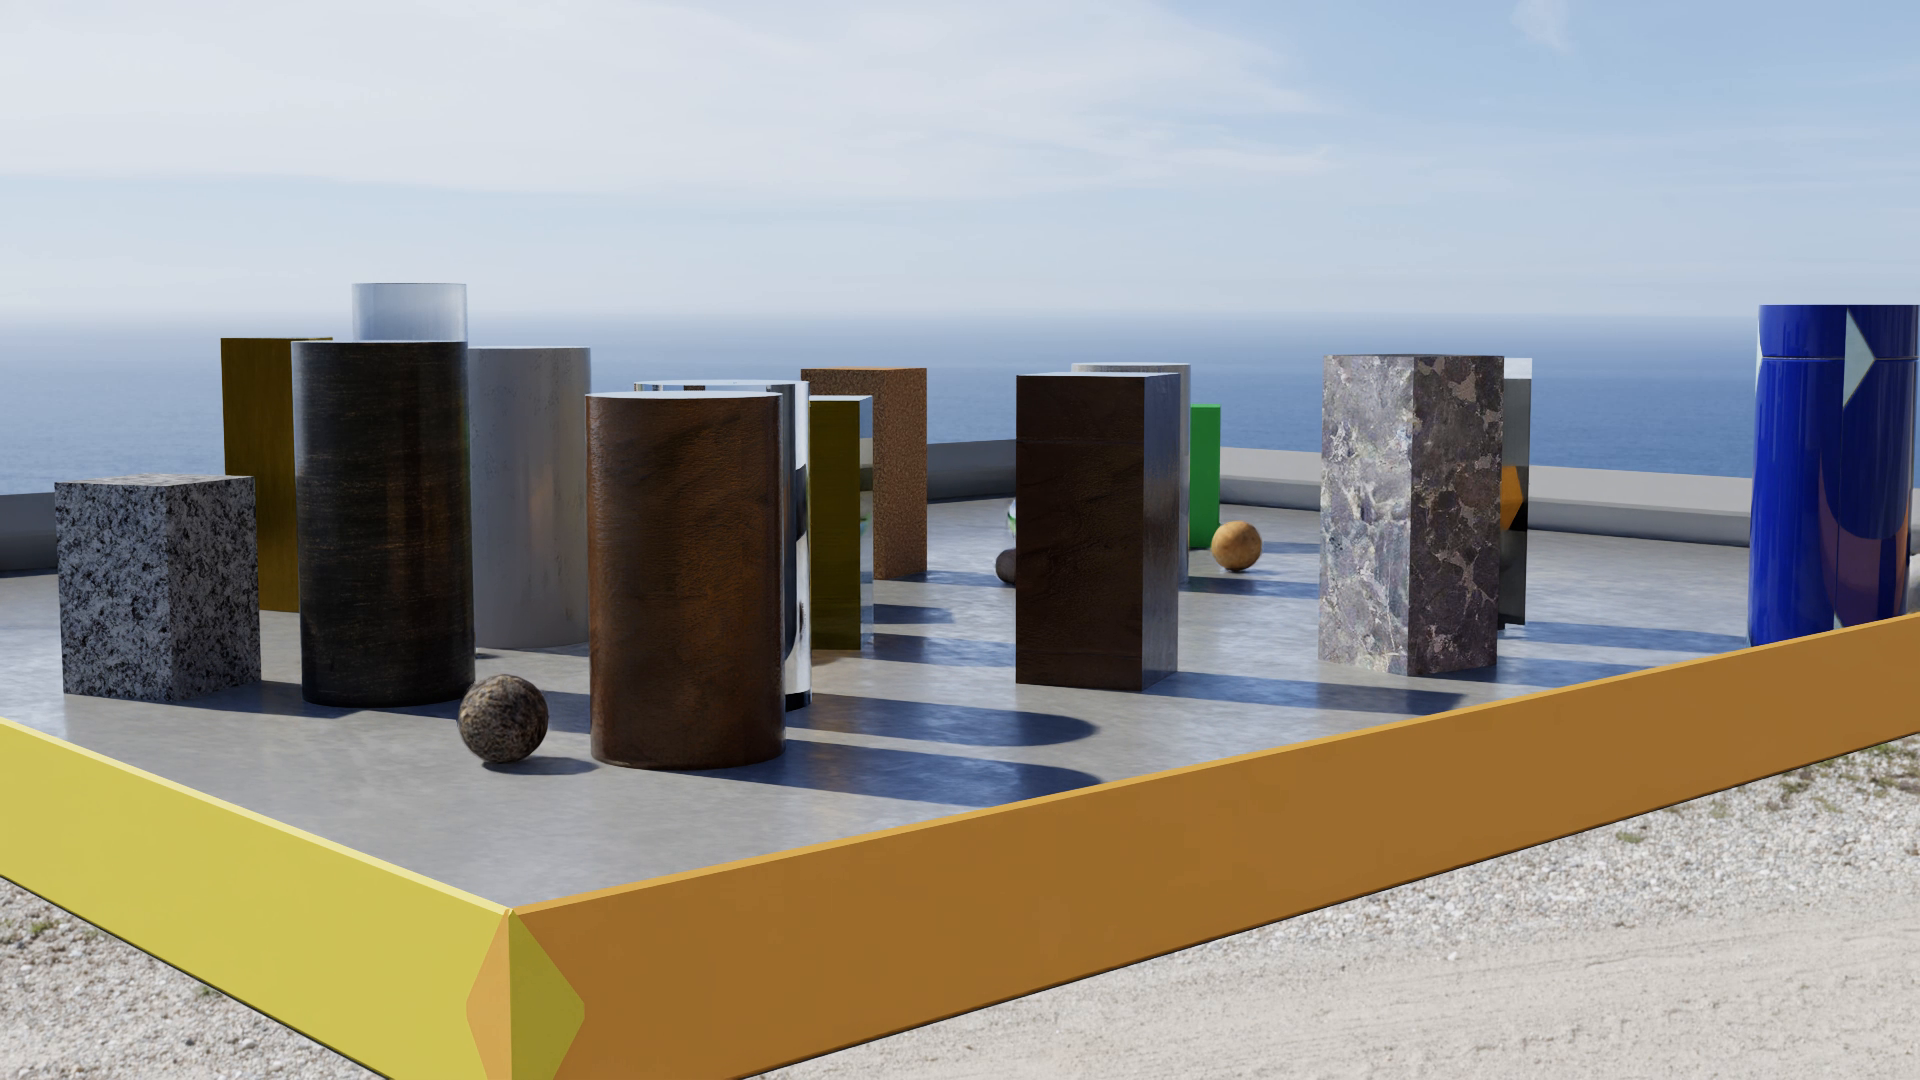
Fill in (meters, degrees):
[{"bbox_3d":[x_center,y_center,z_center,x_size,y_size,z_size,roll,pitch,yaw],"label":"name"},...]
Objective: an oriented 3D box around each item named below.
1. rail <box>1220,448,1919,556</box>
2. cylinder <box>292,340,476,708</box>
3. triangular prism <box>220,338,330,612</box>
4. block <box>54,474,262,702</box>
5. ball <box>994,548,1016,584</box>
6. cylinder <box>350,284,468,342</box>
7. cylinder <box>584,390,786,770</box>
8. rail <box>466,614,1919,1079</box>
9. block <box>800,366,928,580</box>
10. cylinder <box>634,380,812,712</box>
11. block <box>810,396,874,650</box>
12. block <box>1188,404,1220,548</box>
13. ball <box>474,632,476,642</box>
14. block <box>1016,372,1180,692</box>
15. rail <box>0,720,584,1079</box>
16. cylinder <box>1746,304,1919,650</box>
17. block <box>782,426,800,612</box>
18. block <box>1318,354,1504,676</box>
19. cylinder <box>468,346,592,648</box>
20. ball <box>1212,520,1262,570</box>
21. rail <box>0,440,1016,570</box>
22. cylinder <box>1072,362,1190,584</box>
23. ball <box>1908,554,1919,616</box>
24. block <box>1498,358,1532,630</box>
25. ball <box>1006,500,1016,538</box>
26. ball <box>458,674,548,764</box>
[{"bbox_3d":[1.196,-0.082,4.430,0.045,0.127,2.877,-5,8,-42],"label":"rail"},{"bbox_3d":[-0.665,-0.025,2.543,0.196,0.409,0.196,0,6,0],"label":"cylinder"},{"bbox_3d":[-0.992,-0.103,3.321,0.170,0.403,0.147,2,6,22],"label":"triangular prism"},{"bbox_3d":[-0.944,0.051,2.597,0.157,0.246,0.157,2,6,20],"label":"block"},{"bbox_3d":[0.085,0.042,3.593,0.058,0.058,0.058,0,6,0],"label":"ball"},{"bbox_3d":[-0.956,-0.201,3.843,0.196,0.490,0.196,0,6,0],"label":"cylinder"},{"bbox_3d":[-0.275,0.034,2.210,0.196,0.361,0.196,0,6,0],"label":"cylinder"},{"bbox_3d":[0.960,0.141,2.298,3.303,0.127,0.045,-5,8,-42],"label":"rail"},{"bbox_3d":[-0.161,-0.117,3.724,0.157,0.347,0.157,3,7,25],"label":"block"},{"bbox_3d":[-0.267,0.004,2.488,0.196,0.364,0.196,0,6,0],"label":"cylinder"},{"bbox_3d":[-0.203,-0.027,2.956,0.157,0.328,0.157,0,6,4],"label":"block"},{"bbox_3d":[0.418,-0.126,4.207,0.157,0.263,0.157,1,6,7],"label":"block"},{"bbox_3d":[-0.651,0.125,2.841,0.049,0.049,0.049,0,6,0],"label":"ball"},{"bbox_3d":[0.168,-0.016,2.657,0.157,0.368,0.157,2,6,21],"label":"block"},{"bbox_3d":[-1.196,0.148,2.234,0.045,0.127,2.877,-5,8,-42],"label":"rail"},{"bbox_3d":[1.138,-0.080,2.871,0.196,0.451,0.196,0,6,0],"label":"cylinder"},{"bbox_3d":[-0.321,-0.033,3.310,0.157,0.266,0.157,0,6,-3],"label":"block"},{"bbox_3d":[0.566,-0.038,2.769,0.157,0.388,0.157,-4,7,-34],"label":"block"},{"bbox_3d":[-0.596,-0.063,2.977,0.196,0.395,0.196,0,6,0],"label":"cylinder"},{"bbox_3d":[0.473,0.010,3.765,0.086,0.086,0.086,0,6,0],"label":"ball"},{"bbox_3d":[-0.960,-0.075,4.366,3.303,0.127,0.045,-5,8,-42],"label":"rail"},{"bbox_3d":[0.280,-0.111,3.619,0.196,0.357,0.196,0,6,0],"label":"cylinder"},{"bbox_3d":[1.396,0.067,3.185,0.094,0.094,0.094,0,6,0],"label":"ball"},{"bbox_3d":[0.689,-0.067,3.096,0.157,0.377,0.157,-6,8,-44],"label":"block"},{"bbox_3d":[0.138,-0.041,4.188,0.098,0.098,0.098,0,6,0],"label":"ball"},{"bbox_3d":[-0.450,0.176,2.168,0.088,0.088,0.088,0,6,0],"label":"ball"}]
